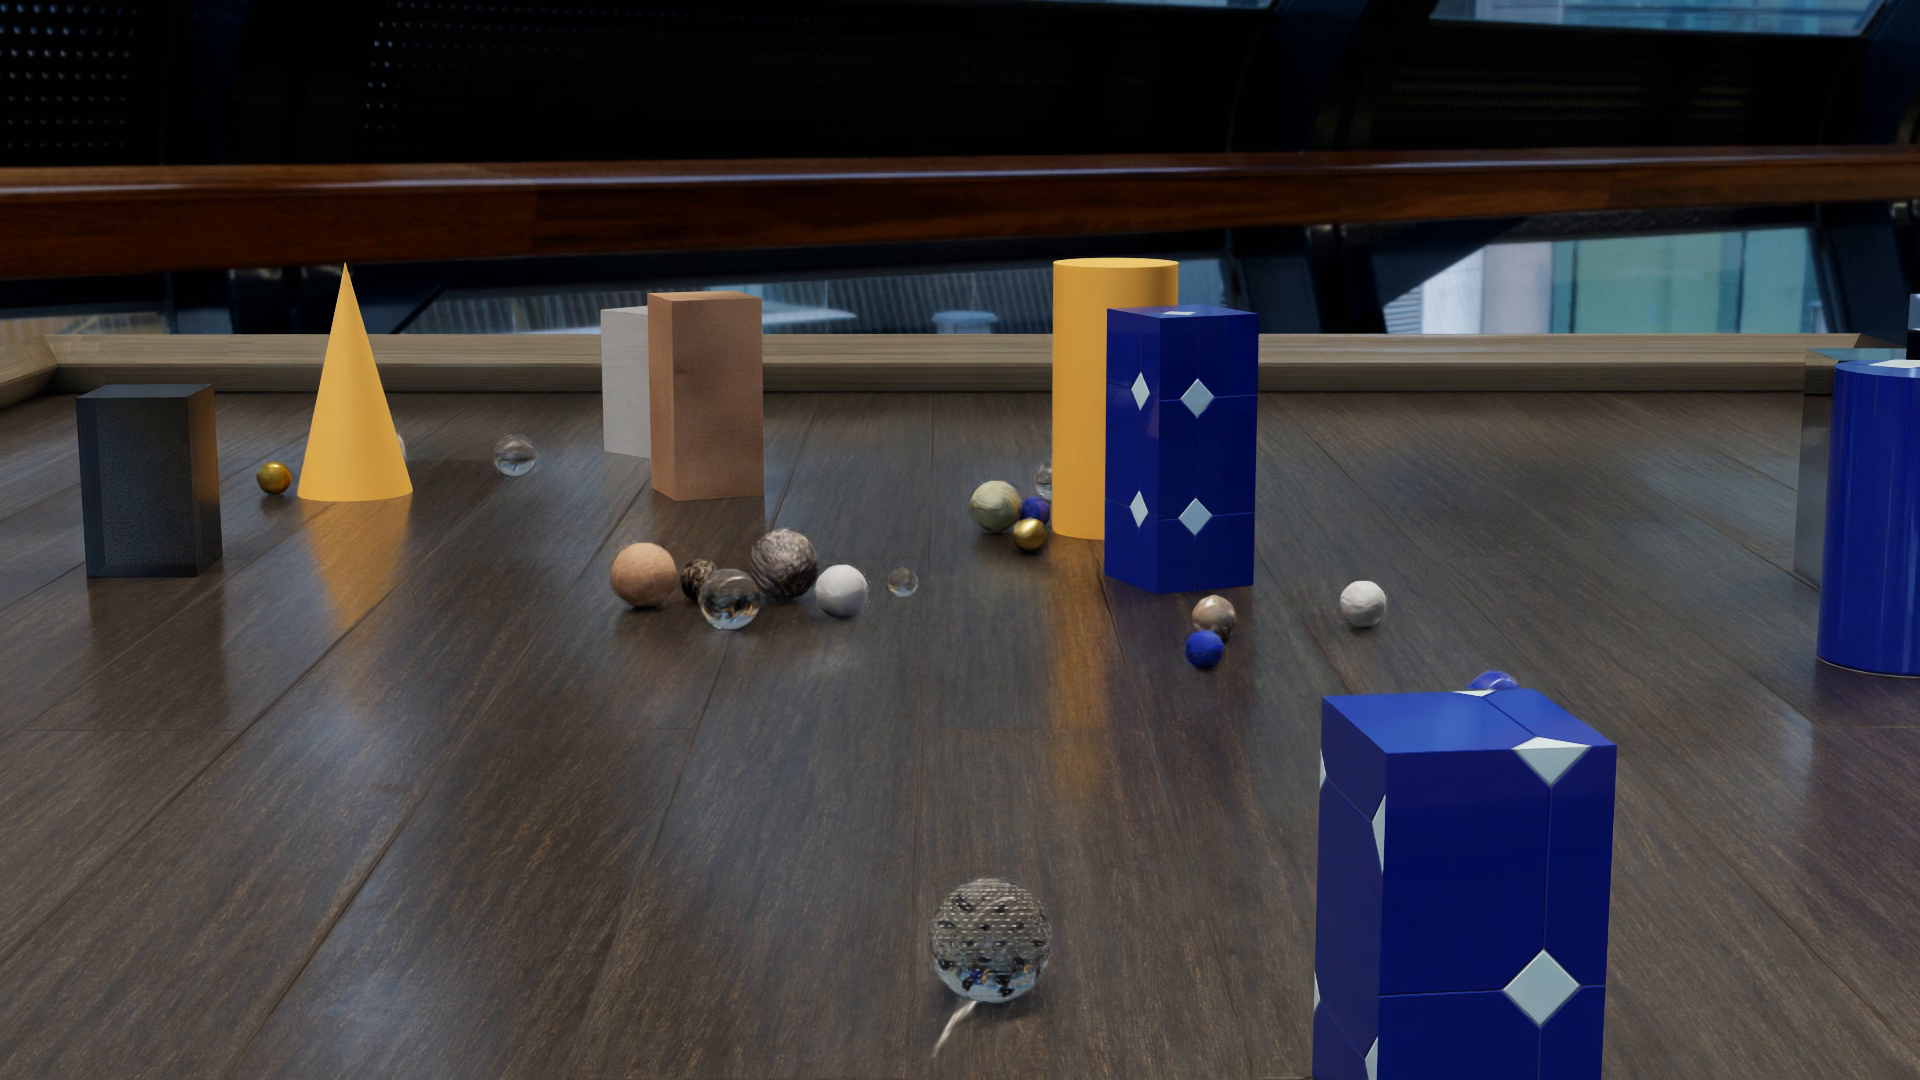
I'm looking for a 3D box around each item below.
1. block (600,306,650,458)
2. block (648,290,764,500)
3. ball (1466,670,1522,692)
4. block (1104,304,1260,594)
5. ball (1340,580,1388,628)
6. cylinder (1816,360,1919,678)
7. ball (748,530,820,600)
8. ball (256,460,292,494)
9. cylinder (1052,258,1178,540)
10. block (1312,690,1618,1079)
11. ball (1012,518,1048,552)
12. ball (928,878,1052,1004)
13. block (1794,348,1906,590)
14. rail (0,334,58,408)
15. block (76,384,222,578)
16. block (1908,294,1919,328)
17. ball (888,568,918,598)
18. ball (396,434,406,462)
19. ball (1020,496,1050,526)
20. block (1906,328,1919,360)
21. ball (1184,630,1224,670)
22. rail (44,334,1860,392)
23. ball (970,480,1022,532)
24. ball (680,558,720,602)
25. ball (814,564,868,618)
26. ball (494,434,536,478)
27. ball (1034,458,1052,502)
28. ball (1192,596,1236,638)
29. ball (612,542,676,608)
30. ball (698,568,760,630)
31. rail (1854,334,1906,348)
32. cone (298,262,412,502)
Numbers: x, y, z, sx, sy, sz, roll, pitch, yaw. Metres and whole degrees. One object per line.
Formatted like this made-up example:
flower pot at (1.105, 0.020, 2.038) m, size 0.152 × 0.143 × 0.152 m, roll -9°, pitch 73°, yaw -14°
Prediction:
block at (-0.568, -0.303, 4.872) m, size 0.156 × 0.270 × 0.156 m, roll 10°, pitch 14°, yaw 43°
block at (-0.437, -0.251, 4.404) m, size 0.156 × 0.338 × 0.156 m, roll -4°, pitch 11°, yaw -21°
ball at (0.594, 0.177, 2.851) m, size 0.063 × 0.063 × 0.063 m, roll 0°, pitch 11°, yaw 0°
block at (0.312, -0.132, 3.637) m, size 0.156 × 0.385 × 0.156 m, roll -5°, pitch 12°, yaw -24°
ball at (0.528, 0.083, 3.361) m, size 0.062 × 0.062 × 0.062 m, roll 0°, pitch 11°, yaw 0°
cylinder at (1.164, -0.030, 3.147) m, size 0.195 × 0.362 × 0.195 m, roll 0°, pitch 11°, yaw 0°
ball at (-0.242, 0.034, 3.530) m, size 0.097 × 0.097 × 0.097 m, roll 0°, pitch 11°, yaw 0°
ball at (-1.175, -0.107, 4.396) m, size 0.059 × 0.059 × 0.059 m, roll 0°, pitch 11°, yaw 0°
cylinder at (0.243, -0.225, 4.035) m, size 0.195 × 0.422 × 0.195 m, roll 0°, pitch 11°, yaw 0°
block at (0.345, 0.263, 1.781) m, size 0.156 × 0.285 × 0.156 m, roll -1°, pitch 11°, yaw -7°
ball at (0.105, -0.007, 3.871) m, size 0.053 × 0.053 × 0.053 m, roll 0°, pitch 11°, yaw 0°
ball at (0.024, 0.315, 2.015) m, size 0.098 × 0.098 × 0.098 m, roll 0°, pitch 11°, yaw 0°
block at (1.288, -0.100, 3.627) m, size 0.156 × 0.325 × 0.156 m, roll 0°, pitch 11°, yaw 2°
rail at (-2.022, 0.035, 3.437) m, size 0.045 × 0.127 × 4.753 m, roll 0°, pitch 11°, yaw 0°
block at (-1.179, -0.088, 3.740) m, size 0.156 × 0.260 × 0.156 m, roll 0°, pitch 11°, yaw -3°
block at (1.577, -0.197, 4.039) m, size 0.156 × 0.365 × 0.156 m, roll 2°, pitch 11°, yaw 13°
ball at (-0.079, 0.059, 3.549) m, size 0.042 × 0.042 × 0.042 m, roll 0°, pitch 11°, yaw 0°
ball at (-1.029, -0.153, 4.553) m, size 0.092 × 0.092 × 0.092 m, roll 0°, pitch 11°, yaw 0°
ball at (0.118, -0.043, 4.067) m, size 0.051 × 0.051 × 0.051 m, roll 0°, pitch 11°, yaw 0°
block at (1.339, -0.078, 3.341) m, size 0.156 × 0.386 × 0.156 m, roll -5°, pitch 12°, yaw -24°
ball at (0.298, 0.133, 3.128) m, size 0.048 × 0.048 × 0.048 m, roll 0°, pitch 11°, yaw 0°
rail at (-0.014, -0.396, 5.762) m, size 4.092 × 0.127 × 0.045 m, roll 0°, pitch 11°, yaw 0°
ball at (0.057, -0.053, 4.041) m, size 0.082 × 0.082 × 0.082 m, roll 0°, pitch 11°, yaw 0°
ball at (-0.355, 0.055, 3.520) m, size 0.059 × 0.059 × 0.059 m, roll 0°, pitch 11°, yaw 0°
ball at (-0.157, 0.068, 3.415) m, size 0.072 × 0.072 × 0.072 m, roll 0°, pitch 11°, yaw 0°
ball at (-0.794, -0.150, 4.579) m, size 0.077 × 0.077 × 0.077 m, roll 0°, pitch 11°, yaw 0°
ball at (0.160, -0.101, 4.324) m, size 0.073 × 0.073 × 0.073 m, roll 0°, pitch 11°, yaw 0°
ball at (0.325, 0.100, 3.286) m, size 0.057 × 0.057 × 0.057 m, roll 0°, pitch 11°, yaw 0°
ball at (-0.429, 0.047, 3.483) m, size 0.089 × 0.089 × 0.089 m, roll 0°, pitch 11°, yaw 0°
ball at (-0.300, 0.077, 3.343) m, size 0.081 × 0.081 × 0.081 m, roll 0°, pitch 11°, yaw 0°
rail at (2.022, 0.031, 3.460) m, size 0.045 × 0.127 × 4.753 m, roll 0°, pitch 11°, yaw 0°
cone at (-1.043, -0.277, 4.389) m, size 0.195 × 0.396 × 0.195 m, roll 0°, pitch 11°, yaw 0°
